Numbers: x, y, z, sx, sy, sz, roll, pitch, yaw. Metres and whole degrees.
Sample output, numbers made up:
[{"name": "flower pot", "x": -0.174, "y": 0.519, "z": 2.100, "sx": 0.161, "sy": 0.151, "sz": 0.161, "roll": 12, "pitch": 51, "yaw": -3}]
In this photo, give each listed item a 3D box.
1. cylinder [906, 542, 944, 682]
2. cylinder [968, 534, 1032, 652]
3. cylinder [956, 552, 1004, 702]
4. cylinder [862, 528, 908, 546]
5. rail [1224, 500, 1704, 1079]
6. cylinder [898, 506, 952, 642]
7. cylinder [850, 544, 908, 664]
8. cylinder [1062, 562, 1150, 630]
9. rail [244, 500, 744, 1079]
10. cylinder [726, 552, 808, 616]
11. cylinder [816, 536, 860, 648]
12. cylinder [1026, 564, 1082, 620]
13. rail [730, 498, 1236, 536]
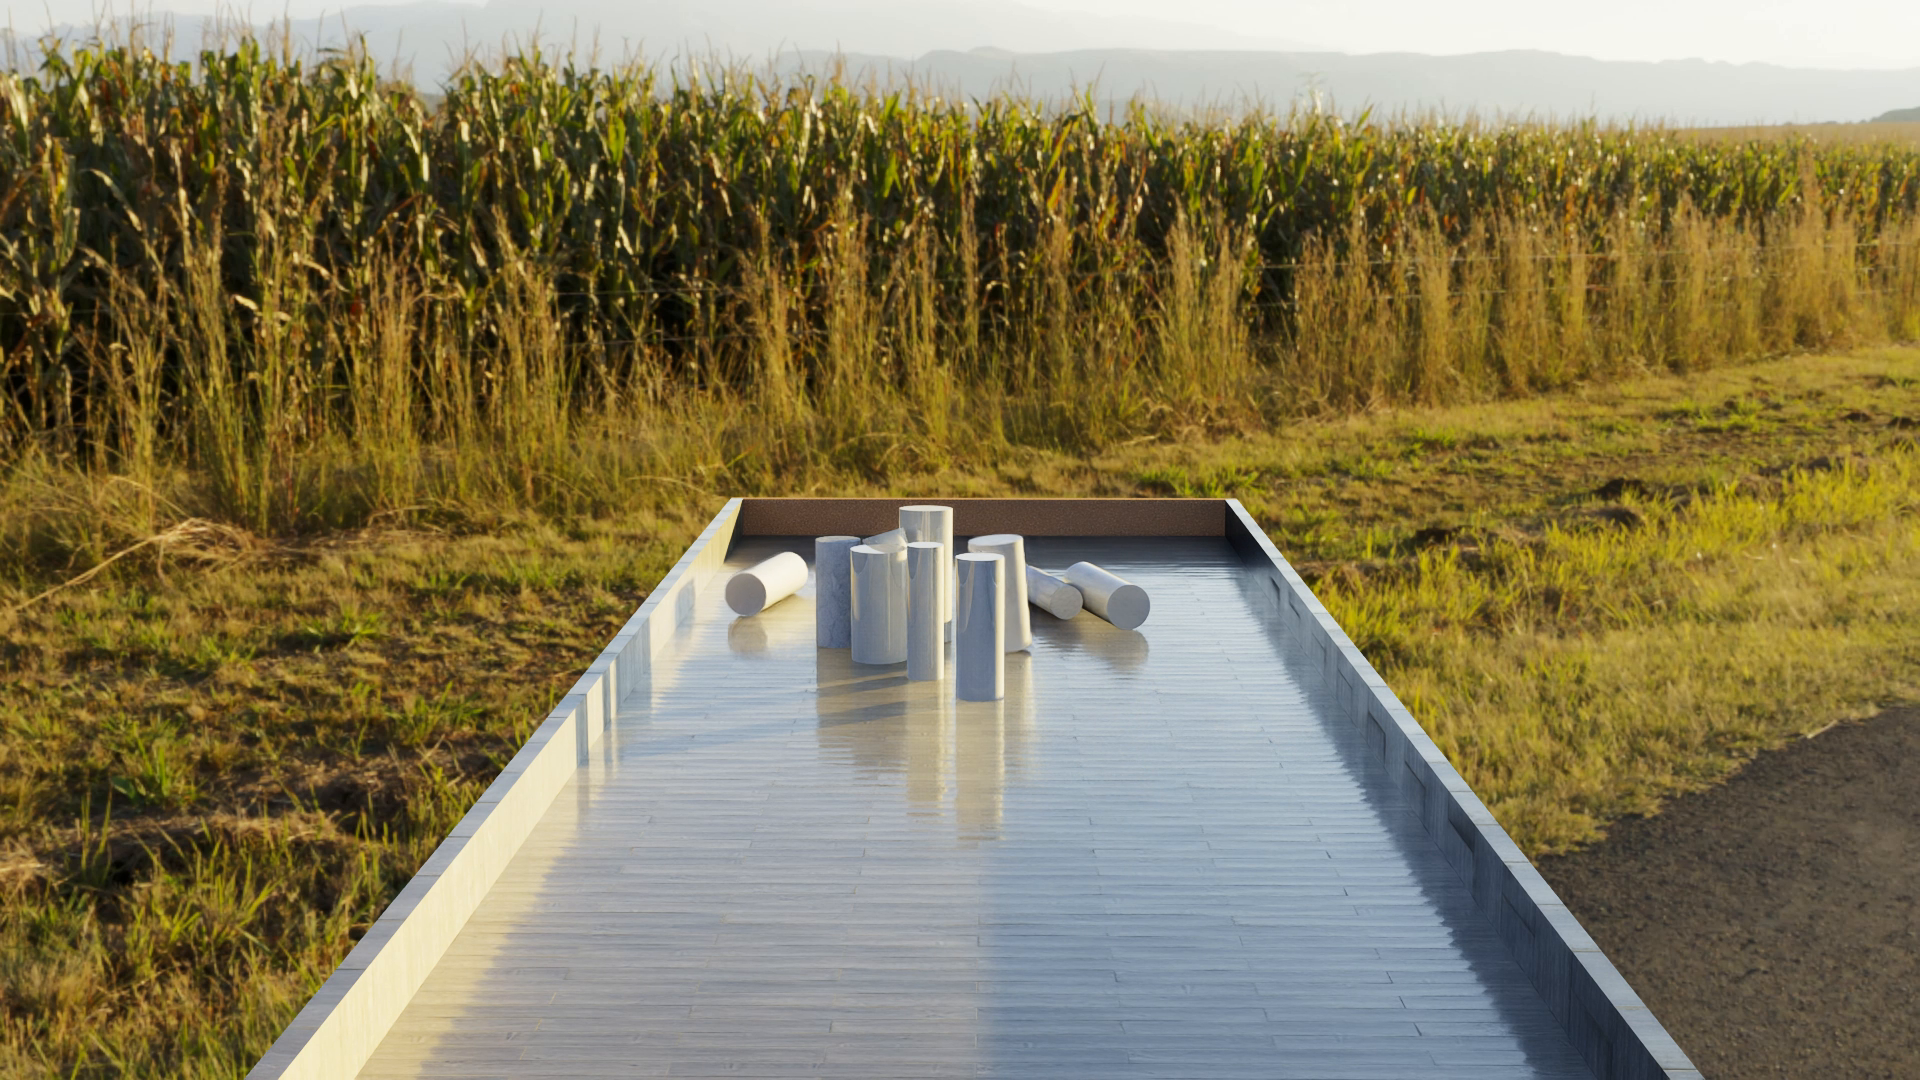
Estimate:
[{"name": "cylinder", "x": -0.102, "y": 0.208, "z": 6.436, "sx": 0.108, "sy": 0.394, "sz": 0.108, "roll": 0, "pitch": 9, "yaw": 0}, {"name": "cylinder", "x": 0.124, "y": 0.166, "z": 6.832, "sx": 0.171, "sy": 0.340, "sz": 0.171, "roll": -5, "pitch": 10, "yaw": 1}, {"name": "cylinder", "x": 0.056, "y": 0.244, "z": 6.193, "sx": 0.137, "sy": 0.400, "sz": 0.137, "roll": 0, "pitch": 9, "yaw": 0}, {"name": "cylinder", "x": -0.188, "y": 0.151, "z": 6.839, "sx": 0.134, "sy": 0.357, "sz": 0.134, "roll": -17, "pitch": 0, "yaw": 0}, {"name": "rail", "x": 1.046, "y": 0.843, "z": 3.208, "sx": 0.050, "sy": 0.150, "sz": 12.000, "roll": 0, "pitch": 9, "yaw": 1}, {"name": "cylinder", "x": -0.109, "y": 0.108, "z": 6.967, "sx": 0.169, "sy": 0.420, "sz": 0.169, "roll": 0, "pitch": 7, "yaw": 0}, {"name": "cylinder", "x": -0.246, "y": 0.194, "z": 6.701, "sx": 0.174, "sy": 0.339, "sz": 0.174, "roll": 0, "pitch": 9, "yaw": 0}, {"name": "cylinder", "x": 0.485, "y": 0.184, "z": 7.368, "sx": 0.150, "sy": 0.150, "sz": 0.458, "roll": -3, "pitch": 9, "yaw": -16}, {"name": "rail", "x": -1.004, "y": 0.839, "z": 3.234, "sx": 0.050, "sy": 0.150, "sz": 12.000, "roll": 0, "pitch": 9, "yaw": 1}, {"name": "cylinder", "x": -0.665, "y": 0.149, "z": 7.596, "sx": 0.147, "sy": 0.147, "sz": 0.449, "roll": 2, "pitch": 9, "yaw": 14}, {"name": "cylinder", "x": -0.383, "y": 0.162, "z": 6.922, "sx": 0.142, "sy": 0.333, "sz": 0.142, "roll": 0, "pitch": 9, "yaw": 0}, {"name": "cylinder", "x": 0.294, "y": 0.176, "z": 7.536, "sx": 0.114, "sy": 0.114, "sz": 0.439, "roll": -3, "pitch": 9, "yaw": -16}, {"name": "rail", "x": 0.099, "y": -0.098, "z": 9.147, "sx": 2.100, "sy": 0.150, "sz": 0.050, "roll": 0, "pitch": 9, "yaw": 1}]
